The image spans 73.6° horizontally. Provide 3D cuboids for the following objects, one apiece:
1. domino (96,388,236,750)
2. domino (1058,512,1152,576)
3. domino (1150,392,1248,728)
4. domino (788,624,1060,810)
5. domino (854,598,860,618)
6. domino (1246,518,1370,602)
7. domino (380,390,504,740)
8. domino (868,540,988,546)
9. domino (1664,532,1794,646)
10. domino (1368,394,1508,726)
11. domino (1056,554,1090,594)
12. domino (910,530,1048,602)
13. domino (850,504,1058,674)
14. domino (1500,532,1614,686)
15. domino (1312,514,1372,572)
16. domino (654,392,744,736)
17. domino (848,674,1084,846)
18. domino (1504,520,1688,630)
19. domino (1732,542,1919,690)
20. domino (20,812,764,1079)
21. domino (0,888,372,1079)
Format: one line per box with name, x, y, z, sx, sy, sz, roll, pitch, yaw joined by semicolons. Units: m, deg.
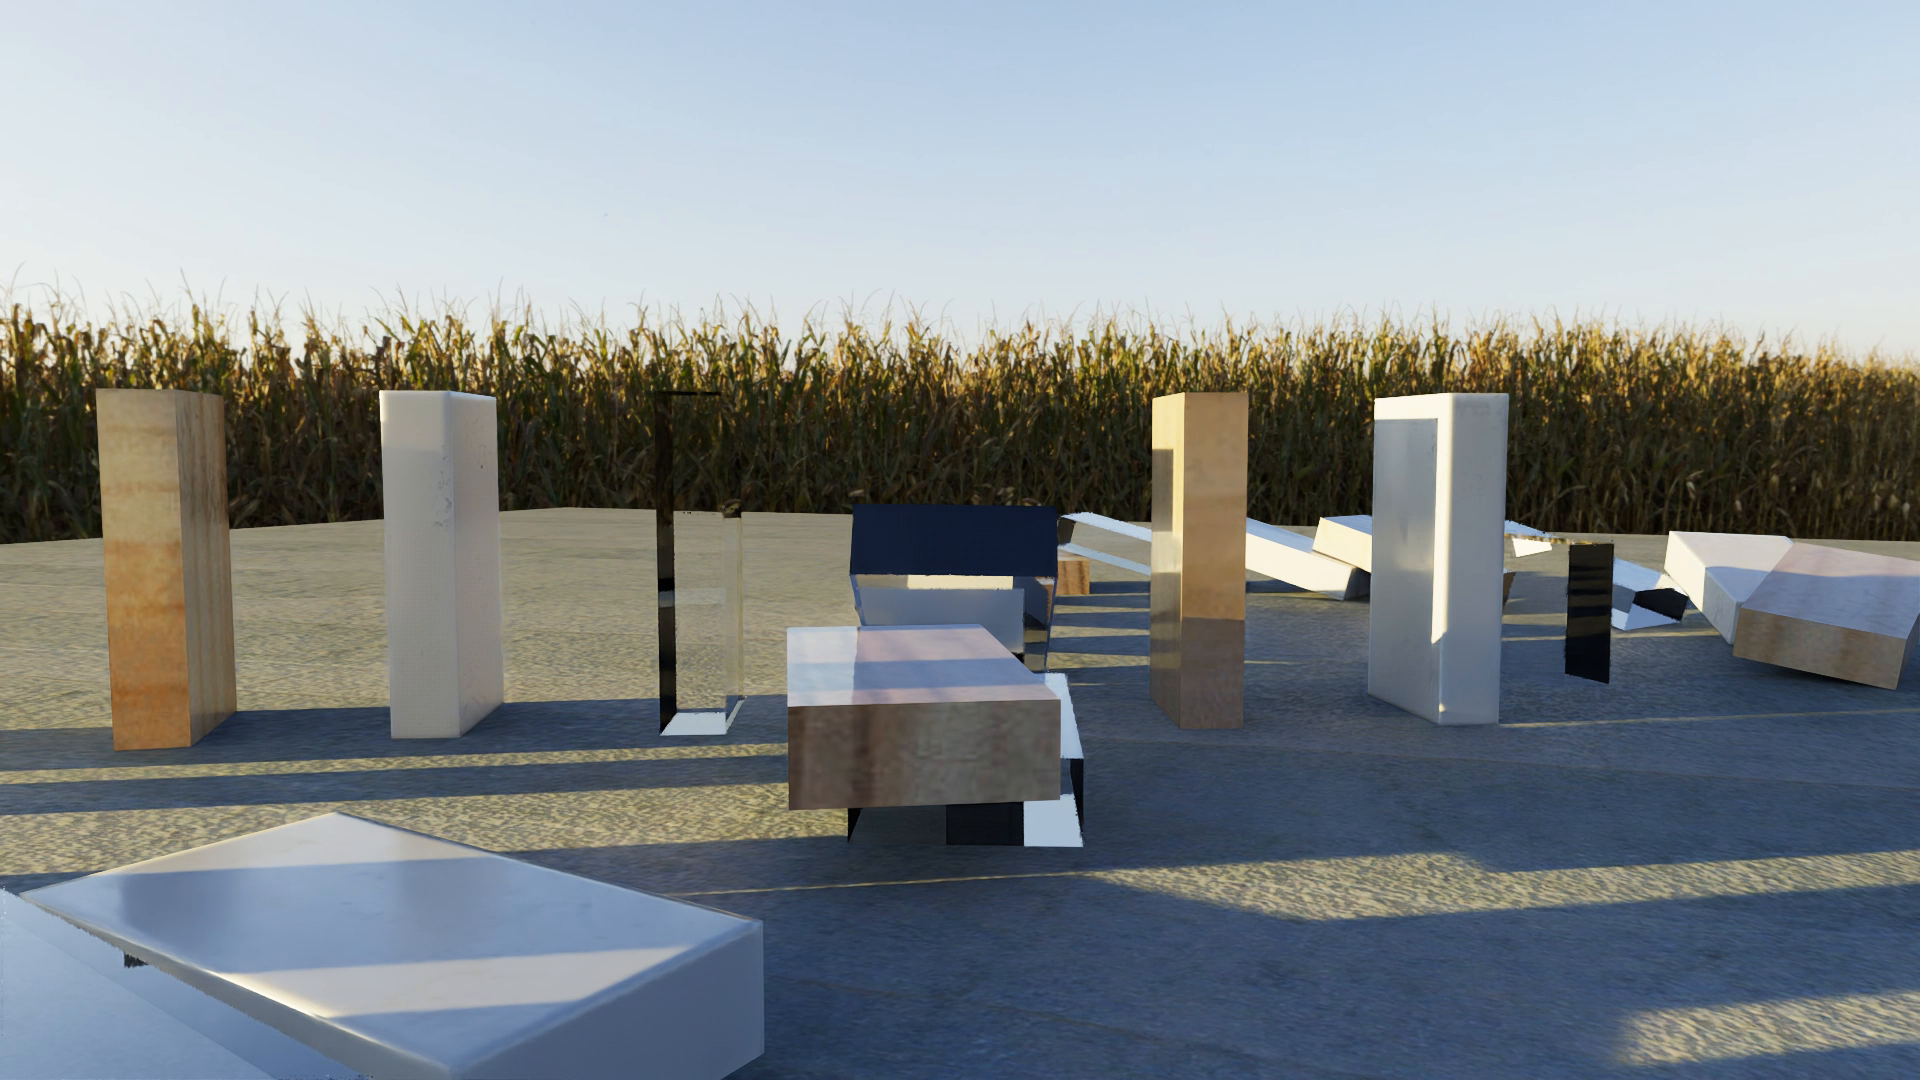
domino;-0.116;0.003;0.189;0.009;0.050;0.025;-1;4;-16
domino;0.056;0.003;0.384;0.050;0.010;0.025;17;11;23
domino;0.037;0.002;0.202;0.010;0.050;0.025;0;4;-2
domino;-0.006;0.018;0.142;0.025;0.010;0.050;-1;4;-8
domino;-0.002;0.013;0.213;0.025;0.009;0.050;0;-18;2
domino;0.092;0.004;0.369;0.050;0.010;0.025;21;16;34
domino;-0.078;0.003;0.196;0.010;0.050;0.025;0;4;-5
domino;-0.003;0.010;0.290;0.025;0.009;0.050;1;-11;11
domino;0.178;0.010;0.286;0.025;0.009;0.050;3;18;14
domino;0.076;0.002;0.205;0.009;0.050;0.025;-1;4;-7
domino;0.011;0.010;0.375;0.050;0.010;0.025;0;4;-1
domino;0.006;0.007;0.326;0.025;0.010;0.050;1;-11;14
domino;0.000;0.011;0.178;0.025;0.010;0.050;1;-25;1
domino;0.104;0.011;0.249;0.010;0.025;0.050;-1;4;-16
domino;0.124;0.006;0.347;0.025;0.009;0.050;-4;21;-42
domino;-0.040;0.003;0.199;0.010;0.050;0.025;0;4;-3
domino;0.002;0.026;0.161;0.025;0.009;0.050;0;4;2
domino;0.149;0.008;0.318;0.025;0.010;0.050;-3;20;-34
domino;0.169;0.013;0.246;0.025;0.010;0.050;14;23;40
domino;-0.041;0.031;0.092;0.050;0.010;0.025;3;5;32
domino;-0.058;0.033;0.071;0.050;0.010;0.025;3;5;35
